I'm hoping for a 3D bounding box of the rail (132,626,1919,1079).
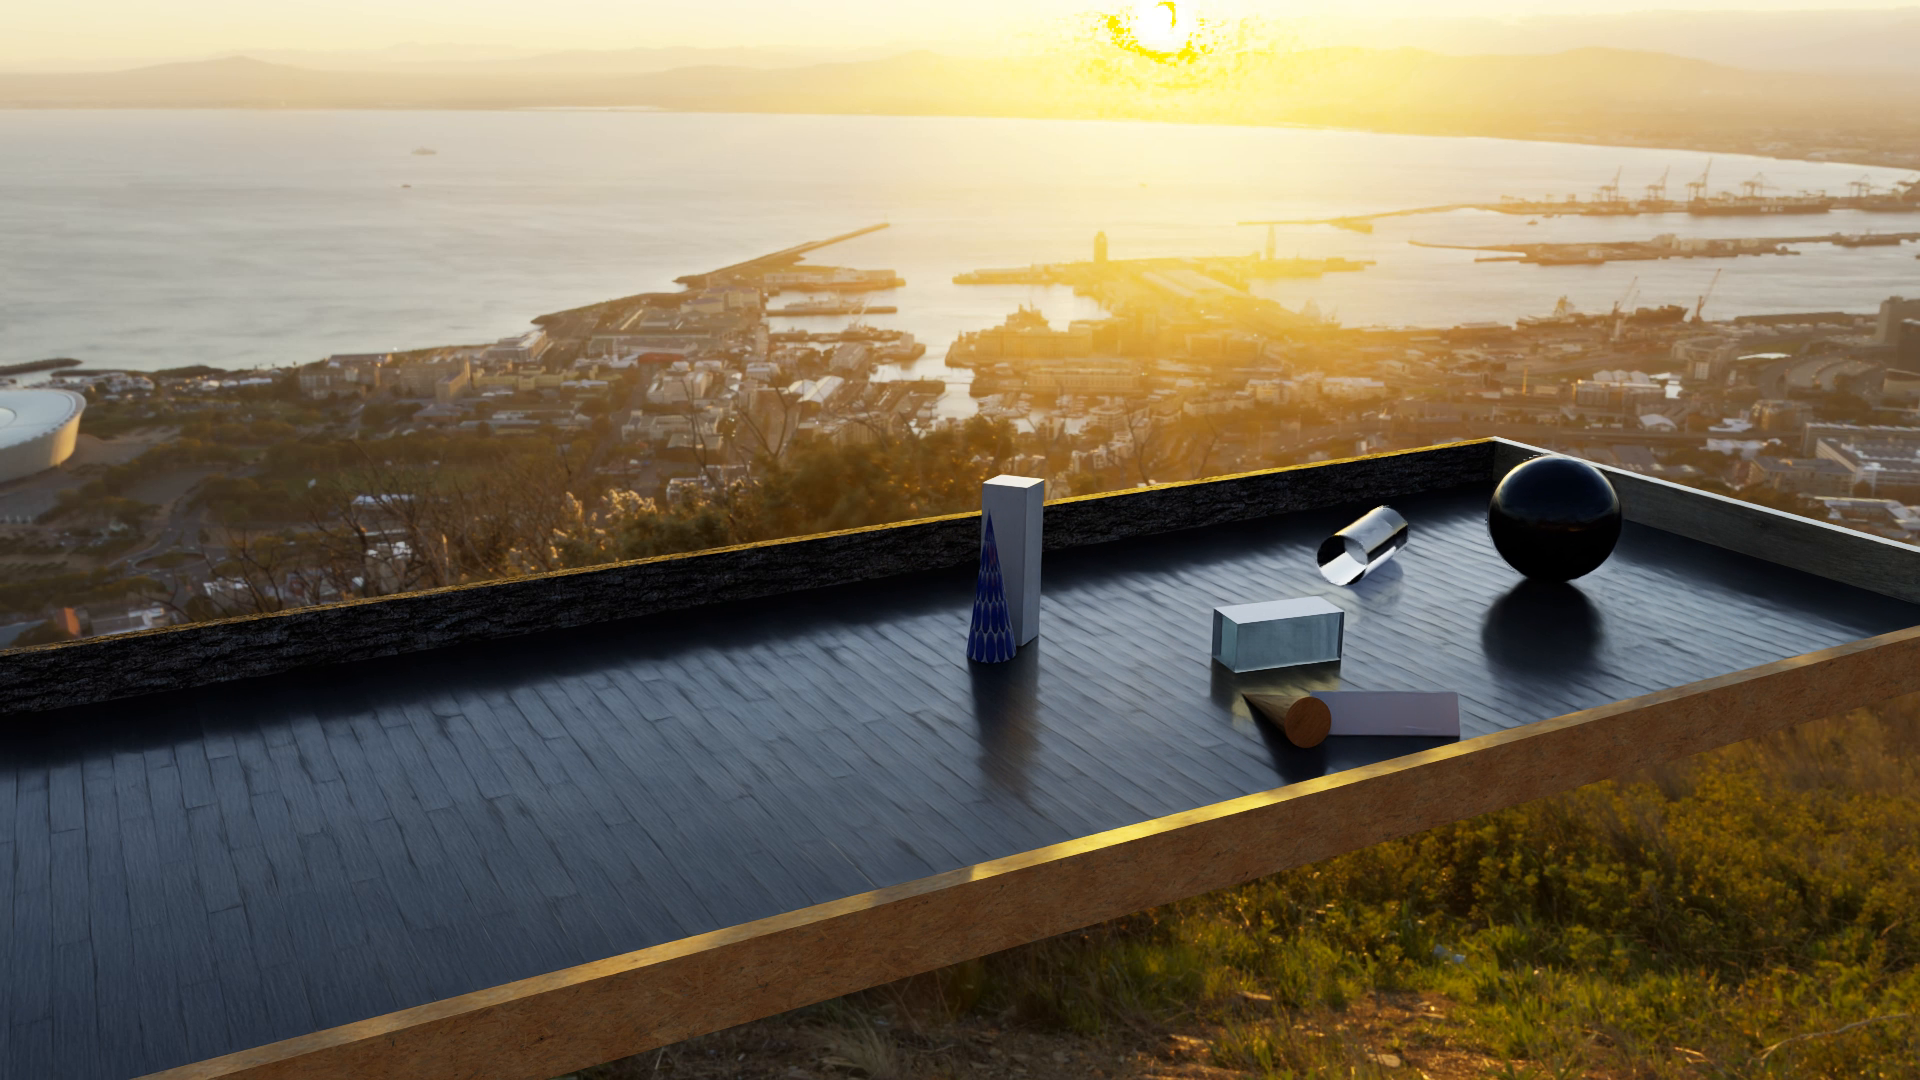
[{"bbox_3d":[-2.336,1.006,1.665,12.000,0.150,0.050,-9,18,-27],"label":"rail"}]

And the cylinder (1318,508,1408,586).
[{"bbox_3d":[1.231,0.016,5.026,0.155,0.155,0.371,10,19,31],"label":"cylinder"}]

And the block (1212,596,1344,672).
[{"bbox_3d":[0.826,0.244,4.290,0.308,0.132,0.132,-5,17,-18],"label":"block"}]

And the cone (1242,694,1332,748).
[{"bbox_3d":[0.742,0.396,3.904,0.118,0.118,0.342,-5,7,-16],"label":"cone"}]

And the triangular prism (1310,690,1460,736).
[{"bbox_3d":[0.986,0.394,3.846,0.339,0.089,0.103,0,17,1],"label":"triangular prism"}]

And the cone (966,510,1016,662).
[{"bbox_3d":[0.079,0.107,4.264,0.133,0.402,0.133,-1,20,0],"label":"cone"}]

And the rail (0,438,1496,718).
[{"bbox_3d":[-3.305,0.497,3.399,12.000,0.150,0.050,-9,18,-27],"label":"rail"}]

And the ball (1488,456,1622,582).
[{"bbox_3d":[1.768,-0.063,4.904,0.376,0.376,0.376,0,16,0],"label":"ball"}]

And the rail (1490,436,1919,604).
[{"bbox_3d":[2.466,-0.048,5.253,0.050,0.150,2.100,-9,18,-27],"label":"rail"}]

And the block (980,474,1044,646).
[{"bbox_3d":[0.137,0.053,4.400,0.125,0.429,0.125,7,14,23],"label":"block"}]
